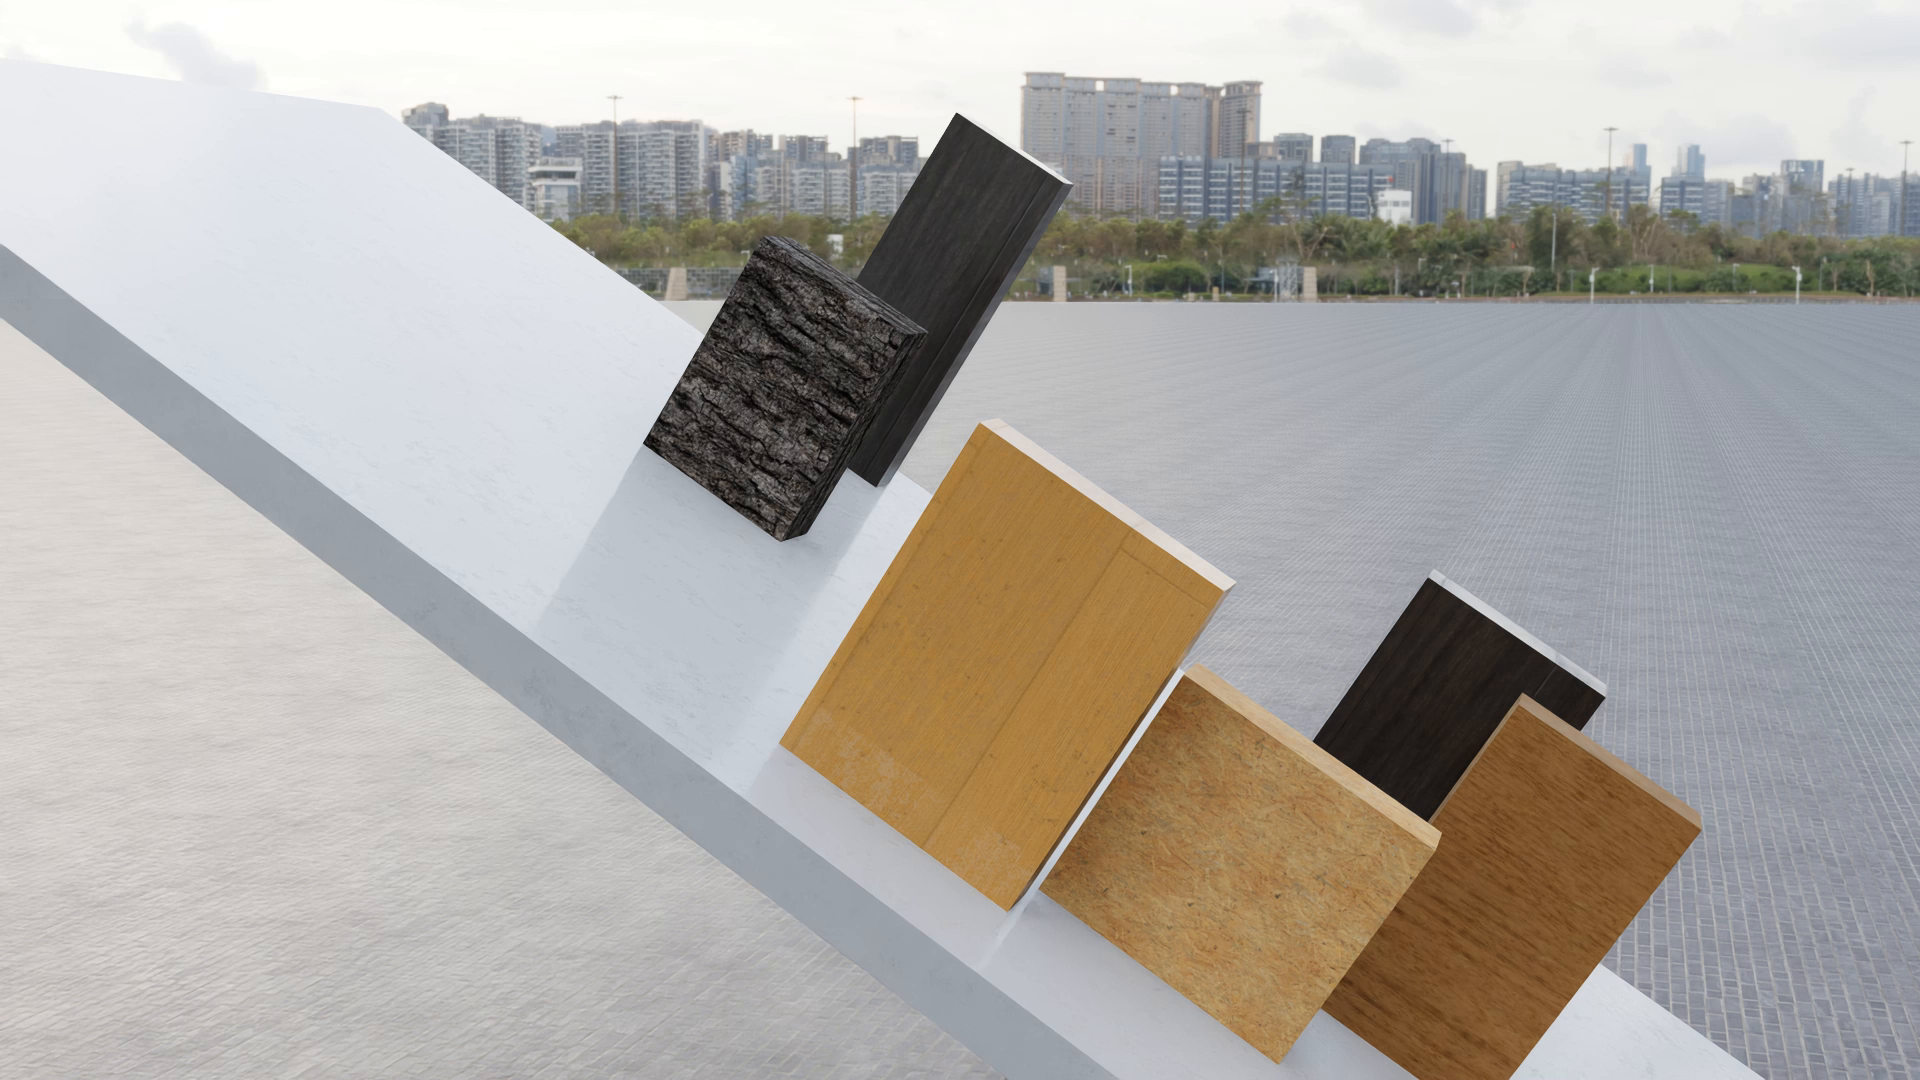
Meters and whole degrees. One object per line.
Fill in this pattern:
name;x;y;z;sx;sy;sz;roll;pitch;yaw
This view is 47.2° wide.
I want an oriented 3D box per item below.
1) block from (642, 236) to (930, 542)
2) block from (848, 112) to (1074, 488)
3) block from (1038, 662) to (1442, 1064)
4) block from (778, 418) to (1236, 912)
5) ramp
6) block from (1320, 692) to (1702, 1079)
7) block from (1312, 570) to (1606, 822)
block;-0.336;-0.292;4.229;0.337;0.471;0.141;35;15;10
block;-0.085;-0.524;4.852;0.285;0.790;0.088;35;15;10
block;0.426;0.493;3.379;0.450;0.417;0.112;35;15;10
block;0.064;0.186;3.289;0.432;0.591;0.100;35;15;10
ramp;-0.135;0.226;4.103;4.000;0.100;2.000;35;15;10
block;0.880;0.598;3.587;0.336;0.608;0.110;35;15;10
block;0.898;0.416;4.223;0.389;0.596;0.126;35;15;10
